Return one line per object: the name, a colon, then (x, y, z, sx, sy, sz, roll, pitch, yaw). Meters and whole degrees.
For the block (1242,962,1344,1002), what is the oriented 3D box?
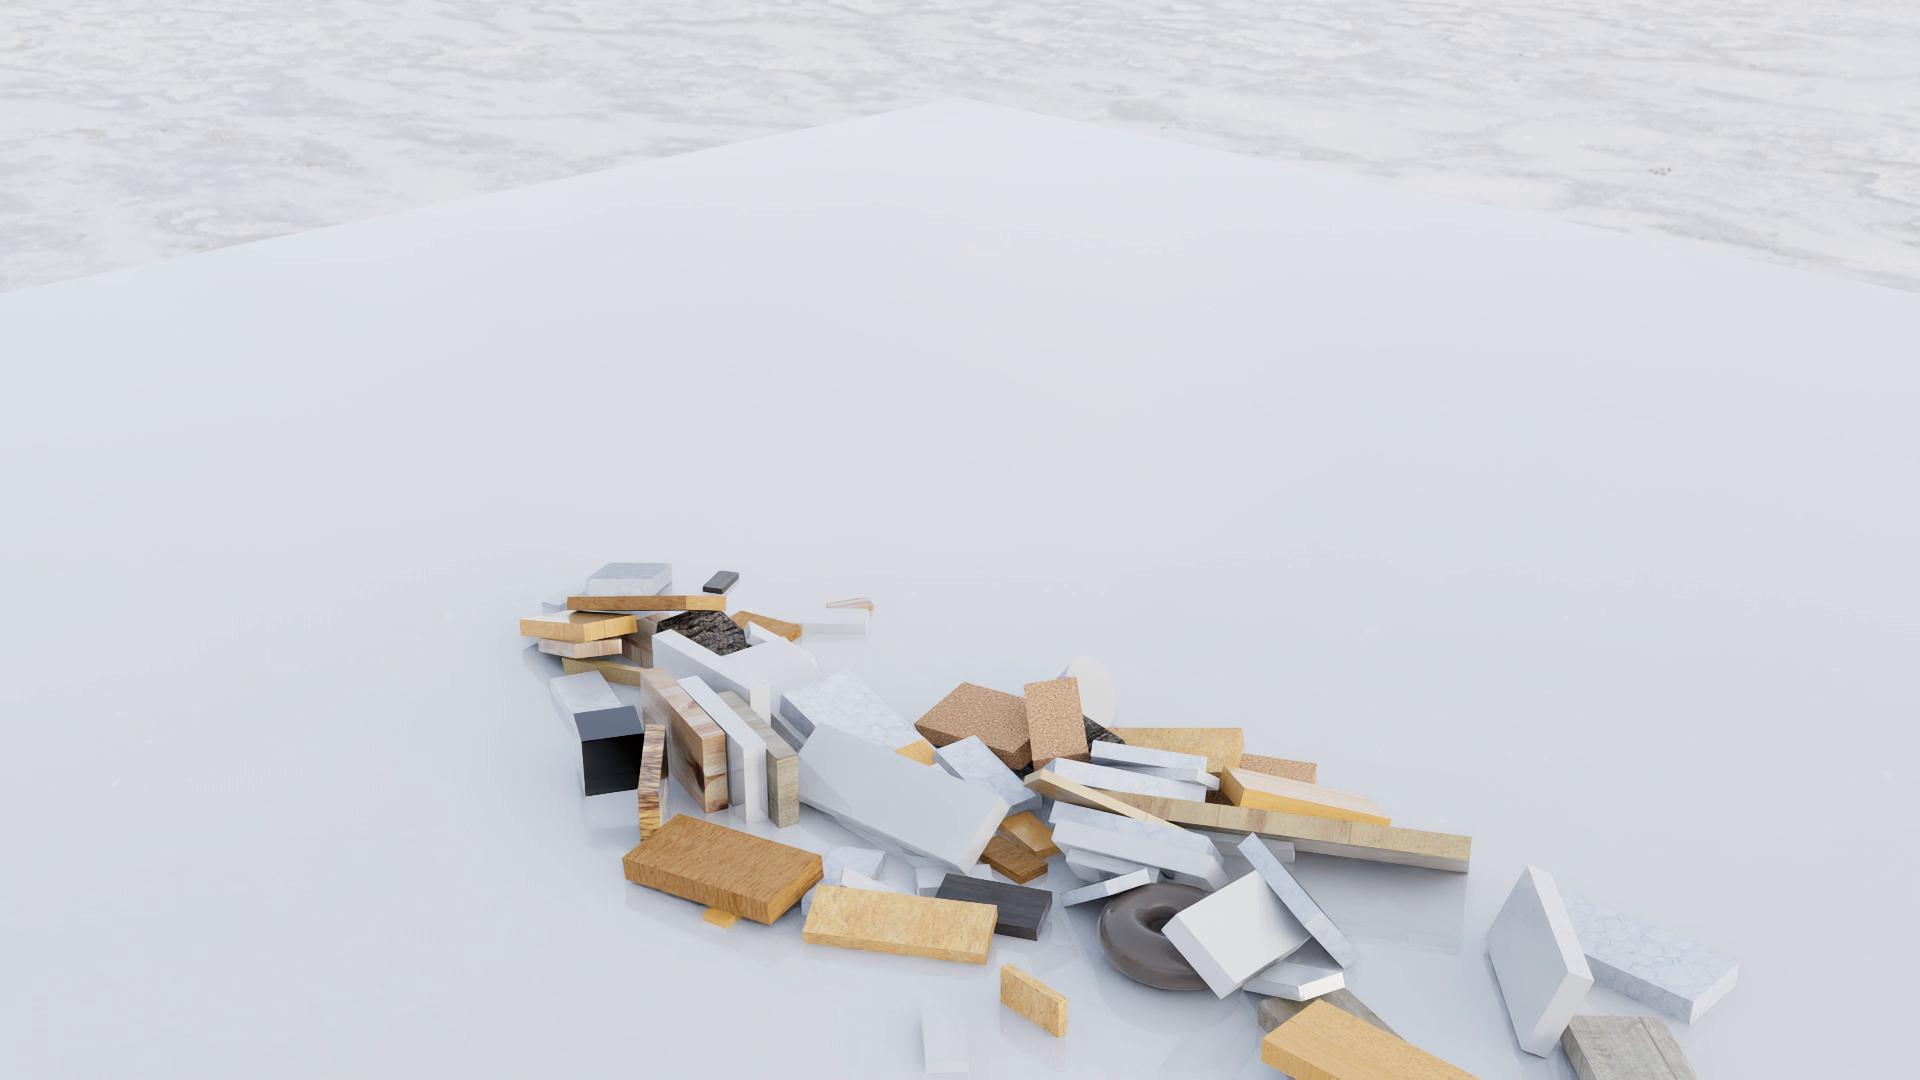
block: (0.576, 0.767, 3.824, 0.092, 0.026, 0.184, -12, 1, -25)

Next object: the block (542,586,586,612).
block: (-0.973, 0.144, 5.403, 0.053, 0.015, 0.105, 11, 25, 25)

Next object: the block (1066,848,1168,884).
block: (0.299, 0.632, 4.155, 0.184, 0.092, 0.026, 10, 65, 26)

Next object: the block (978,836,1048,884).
block: (0.096, 0.621, 4.272, 0.071, 0.020, 0.142, -19, 29, -37)

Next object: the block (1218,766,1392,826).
block: (0.678, 0.517, 4.340, 0.307, 0.043, 0.153, 13, 9, -11)

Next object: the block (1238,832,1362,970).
block: (0.620, 0.659, 4.034, 0.040, 0.141, 0.283, -42, 29, 1)

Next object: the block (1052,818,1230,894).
block: (0.341, 0.604, 4.158, 0.309, 0.154, 0.044, 11, 70, 24)

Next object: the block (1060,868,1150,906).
block: (0.267, 0.645, 4.077, 0.092, 0.026, 0.184, -13, -9, -27)

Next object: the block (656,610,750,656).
block: (-0.534, 0.263, 4.981, 0.155, 0.044, 0.310, -20, 45, -39)

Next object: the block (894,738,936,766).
block: (-0.057, 0.491, 4.479, 0.095, 0.027, 0.190, -19, 51, -36)

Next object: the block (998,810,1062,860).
block: (0.141, 0.585, 4.356, 0.071, 0.020, 0.142, -13, 26, -28)

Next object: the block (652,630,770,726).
block: (-0.537, 0.336, 4.742, 0.050, 0.178, 0.355, -19, 30, -38)

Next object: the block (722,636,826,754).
block: (-0.362, 0.347, 4.784, 0.178, 0.050, 0.355, -17, 40, -34)

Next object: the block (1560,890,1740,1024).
block: (1.197, 0.745, 3.945, 0.337, 0.048, 0.168, 21, 31, 40)

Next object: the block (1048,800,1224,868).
block: (0.339, 0.577, 4.221, 0.309, 0.154, 0.044, 11, 70, 24)

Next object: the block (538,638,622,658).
block: (-0.873, 0.242, 5.046, 0.112, 0.032, 0.223, -5, 4, -32)

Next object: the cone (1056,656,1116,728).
cone: (0.220, 0.353, 4.829, 0.173, 0.173, 0.173, -16, 9, 40)

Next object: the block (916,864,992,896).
block: (-0.010, 0.651, 4.201, 0.142, 0.020, 0.071, -2, 23, -6)

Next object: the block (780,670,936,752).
block: (-0.204, 0.412, 4.626, 0.178, 0.050, 0.356, -18, 41, -35)

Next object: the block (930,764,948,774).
block: (-0.022, 0.530, 4.396, 0.095, 0.027, 0.190, -21, 50, -38)

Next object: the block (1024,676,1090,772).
block: (0.197, 0.376, 4.512, 0.113, 0.032, 0.226, -8, 39, 2)

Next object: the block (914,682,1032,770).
block: (0.066, 0.391, 4.654, 0.159, 0.045, 0.318, -38, 30, -30)

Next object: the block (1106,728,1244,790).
block: (0.420, 0.448, 4.520, 0.303, 0.043, 0.152, -2, 31, 19)

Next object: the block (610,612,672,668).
block: (-0.667, 0.256, 5.100, 0.155, 0.044, 0.310, -19, 29, -37)

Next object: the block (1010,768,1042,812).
block: (0.088, 0.505, 4.537, 0.095, 0.027, 0.190, -9, 25, -20)

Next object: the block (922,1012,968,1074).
block: (-0.025, 0.851, 3.729, 0.072, 0.020, 0.144, -1, 23, -3)

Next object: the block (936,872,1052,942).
block: (0.058, 0.682, 4.090, 0.207, 0.029, 0.104, 7, 36, 17)

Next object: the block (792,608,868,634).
block: (-0.310, 0.193, 5.273, 0.175, 0.025, 0.088, 1, 23, 3)

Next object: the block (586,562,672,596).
block: (-0.805, 0.097, 5.367, 0.155, 0.044, 0.310, 1, 7, 1)

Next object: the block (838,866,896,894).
block: (-0.175, 0.656, 4.126, 0.108, 0.015, 0.054, 26, 27, -10)

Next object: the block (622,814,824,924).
block: (-0.451, 0.622, 4.181, 0.346, 0.049, 0.173, 11, 29, 30)

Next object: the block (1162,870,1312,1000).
block: (0.493, 0.692, 3.883, 0.154, 0.044, 0.309, 48, 30, 18)
